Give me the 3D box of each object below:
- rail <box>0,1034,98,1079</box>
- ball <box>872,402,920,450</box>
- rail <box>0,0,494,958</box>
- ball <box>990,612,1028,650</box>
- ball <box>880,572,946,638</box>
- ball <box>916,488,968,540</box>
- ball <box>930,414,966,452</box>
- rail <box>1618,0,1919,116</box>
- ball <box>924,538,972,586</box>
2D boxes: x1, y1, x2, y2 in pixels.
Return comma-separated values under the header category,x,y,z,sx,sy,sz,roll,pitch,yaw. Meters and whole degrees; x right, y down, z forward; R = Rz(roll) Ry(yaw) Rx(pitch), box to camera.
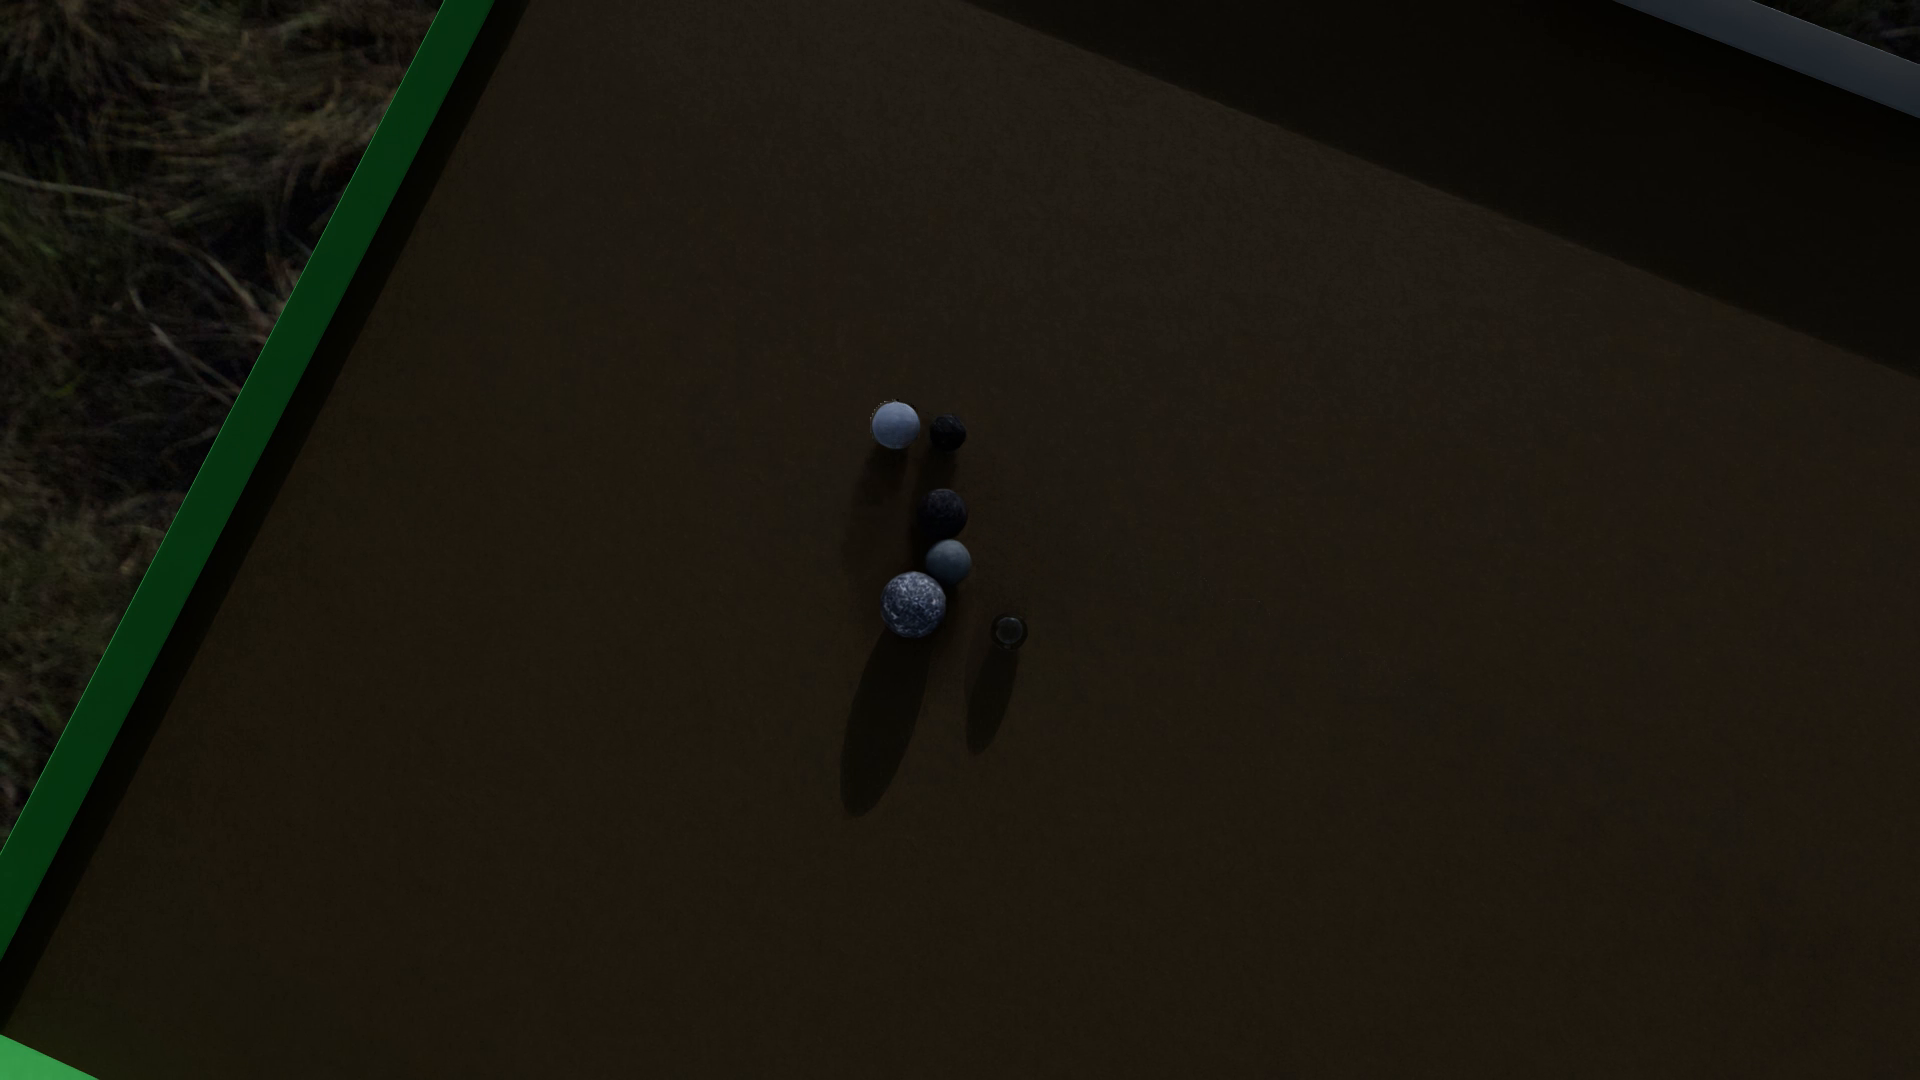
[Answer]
category,x,y,z,sx,sy,sz,roll,pitch,yaw
rail,0.494,1.504,2.946,4.256,0.129,0.045,23,78,5
ball,-0.097,-0.174,3.350,0.073,0.073,0.073,0,77,0
rail,-0.956,-0.406,3.374,0.045,0.129,2.503,23,78,5
ball,0.073,0.137,3.290,0.058,0.058,0.058,0,77,0
ball,-0.070,0.096,3.277,0.099,0.099,0.099,0,77,0
ball,-0.027,-0.039,3.319,0.077,0.077,0.077,0,77,0
ball,-0.019,-0.163,3.358,0.056,0.056,0.056,0,77,0
rail,1.462,-0.699,3.439,4.256,0.129,0.045,23,78,5
ball,-0.018,0.033,3.306,0.071,0.071,0.071,0,77,0
